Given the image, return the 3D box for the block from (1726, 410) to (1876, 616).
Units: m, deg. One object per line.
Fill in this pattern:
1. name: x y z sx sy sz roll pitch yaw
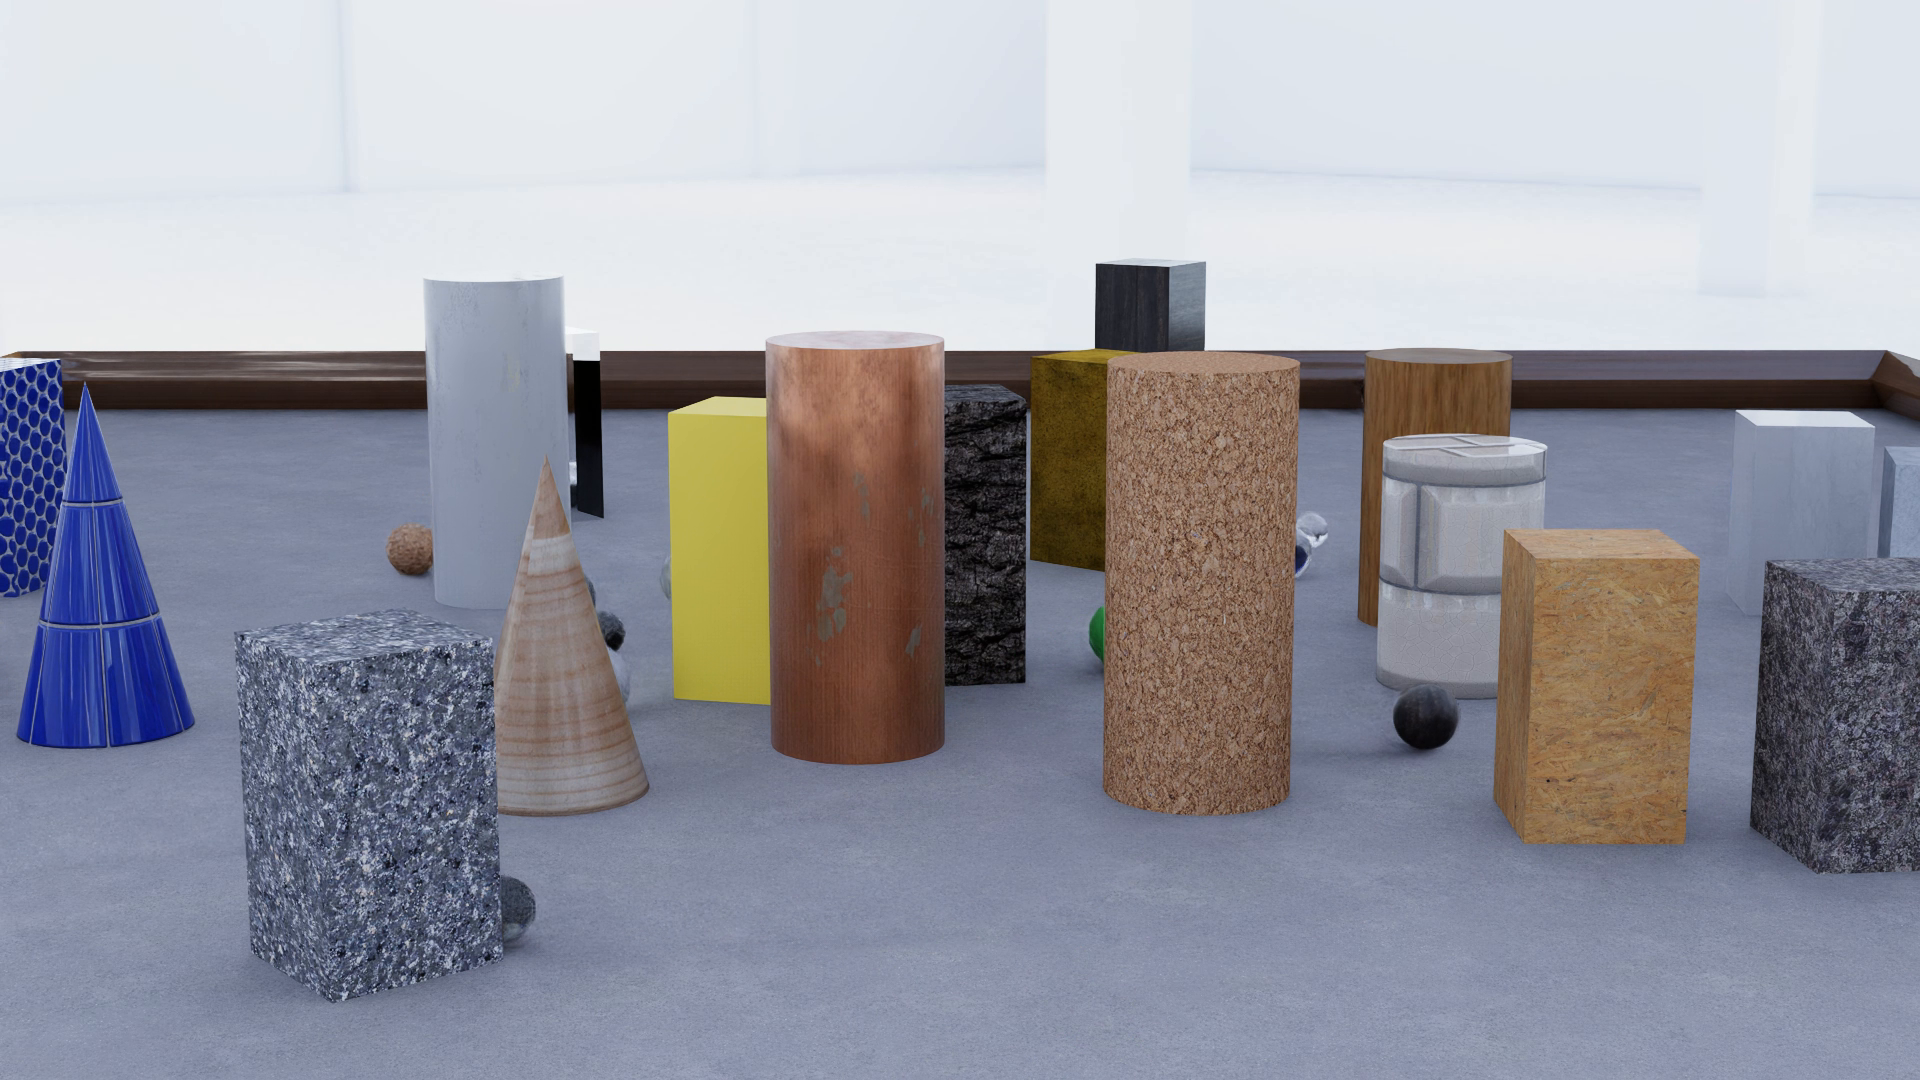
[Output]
1. block: 1.132 -0.038 3.465 0.151 0.255 0.151 1 11 6

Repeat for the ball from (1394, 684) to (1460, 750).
1. ball: 0.500 0.190 2.750 0.070 0.070 0.070 0 11 0

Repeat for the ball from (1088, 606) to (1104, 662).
1. ball: 0.197 0.114 3.124 0.082 0.082 0.082 0 11 0

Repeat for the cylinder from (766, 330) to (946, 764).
1. cylinder: -0.111 0.004 2.745 0.189 0.438 0.189 0 11 0

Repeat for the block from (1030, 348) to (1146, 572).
1. block: 0.210 -0.120 3.780 0.151 0.302 0.151 9 14 40

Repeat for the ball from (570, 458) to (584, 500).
1. ball: -0.667 -0.102 4.301 0.075 0.075 0.075 0 11 0

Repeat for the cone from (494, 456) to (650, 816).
1. cone: -0.410 0.083 2.569 0.189 0.346 0.189 0 11 0

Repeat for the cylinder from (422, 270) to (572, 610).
1. cylinder: -0.630 -0.140 3.507 0.189 0.441 0.189 0 11 0

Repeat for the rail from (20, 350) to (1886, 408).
1. rail: -0.012 -0.337 5.424 3.961 0.123 0.045 0 11 0

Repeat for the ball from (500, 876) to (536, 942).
1. ball: -0.383 0.309 2.151 0.054 0.054 0.054 0 11 0

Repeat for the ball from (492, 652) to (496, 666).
1. ball: -0.507 0.165 2.850 0.083 0.083 0.083 0 11 0

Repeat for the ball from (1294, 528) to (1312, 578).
1. ball: 0.460 0.018 3.646 0.080 0.080 0.080 0 11 0

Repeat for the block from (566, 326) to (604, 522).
1. block: -0.680 -0.186 4.134 0.151 0.302 0.151 -7 13 -35

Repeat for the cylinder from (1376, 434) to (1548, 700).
1. cylinder: 0.592 0.028 3.033 0.189 0.284 0.189 0 11 0

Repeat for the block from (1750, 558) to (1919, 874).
1. block: 0.846 0.160 2.388 0.151 0.261 0.151 -1 11 -6

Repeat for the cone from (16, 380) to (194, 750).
1. cone: -0.945 0.018 2.806 0.189 0.387 0.189 0 11 0

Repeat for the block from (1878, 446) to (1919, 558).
1. block: 1.216 0.022 3.157 0.151 0.251 0.151 3 11 14

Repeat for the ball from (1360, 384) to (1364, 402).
1. ball: 0.883 -0.308 5.370 0.088 0.088 0.088 0 11 0

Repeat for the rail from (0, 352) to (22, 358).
1. rail: -1.957 0.034 3.438 0.045 0.123 4.065 0 11 0

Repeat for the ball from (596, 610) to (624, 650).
1. ball: -0.444 0.116 3.181 0.057 0.057 0.057 0 11 0

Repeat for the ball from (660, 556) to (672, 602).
1. ball: -0.360 0.052 3.448 0.086 0.086 0.086 0 11 0

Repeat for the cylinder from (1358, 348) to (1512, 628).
1. cylinder: 0.622 -0.068 3.367 0.189 0.350 0.189 0 11 0

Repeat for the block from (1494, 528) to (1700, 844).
1. block: 0.609 0.138 2.469 0.151 0.274 0.151 0 11 1

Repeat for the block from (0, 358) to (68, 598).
1. block: -1.359 -0.091 3.593 0.151 0.313 0.151 2 11 12

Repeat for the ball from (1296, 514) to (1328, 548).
1. ball: 0.532 -0.014 3.891 0.052 0.052 0.052 0 11 0

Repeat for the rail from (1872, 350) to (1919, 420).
1. rail: 1.957 0.030 3.460 0.045 0.123 4.065 0 11 0

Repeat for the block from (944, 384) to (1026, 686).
1. block: -0.011 -0.008 3.076 0.151 0.339 0.151 -2 11 -11

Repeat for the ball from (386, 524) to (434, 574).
1. ball: -0.787 0.013 3.686 0.074 0.074 0.074 0 11 0

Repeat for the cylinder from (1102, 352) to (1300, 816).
1. cylinder: 0.240 0.039 2.565 0.189 0.435 0.189 0 11 0

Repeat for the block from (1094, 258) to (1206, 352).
1. block: 0.352 -0.332 4.751 0.151 0.363 0.151 6 12 31

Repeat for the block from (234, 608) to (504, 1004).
1. block: -0.481 0.210 2.090 0.151 0.272 0.151 -8 14 -38

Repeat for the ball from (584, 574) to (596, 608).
1. ball: -0.514 0.077 3.302 0.090 0.090 0.090 0 11 0

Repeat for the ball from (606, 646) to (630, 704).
1. ball: -0.413 0.159 2.846 0.094 0.094 0.094 0 11 0

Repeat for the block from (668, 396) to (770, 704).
1. block: -0.239 0.010 2.996 0.151 0.333 0.151 3 11 15
